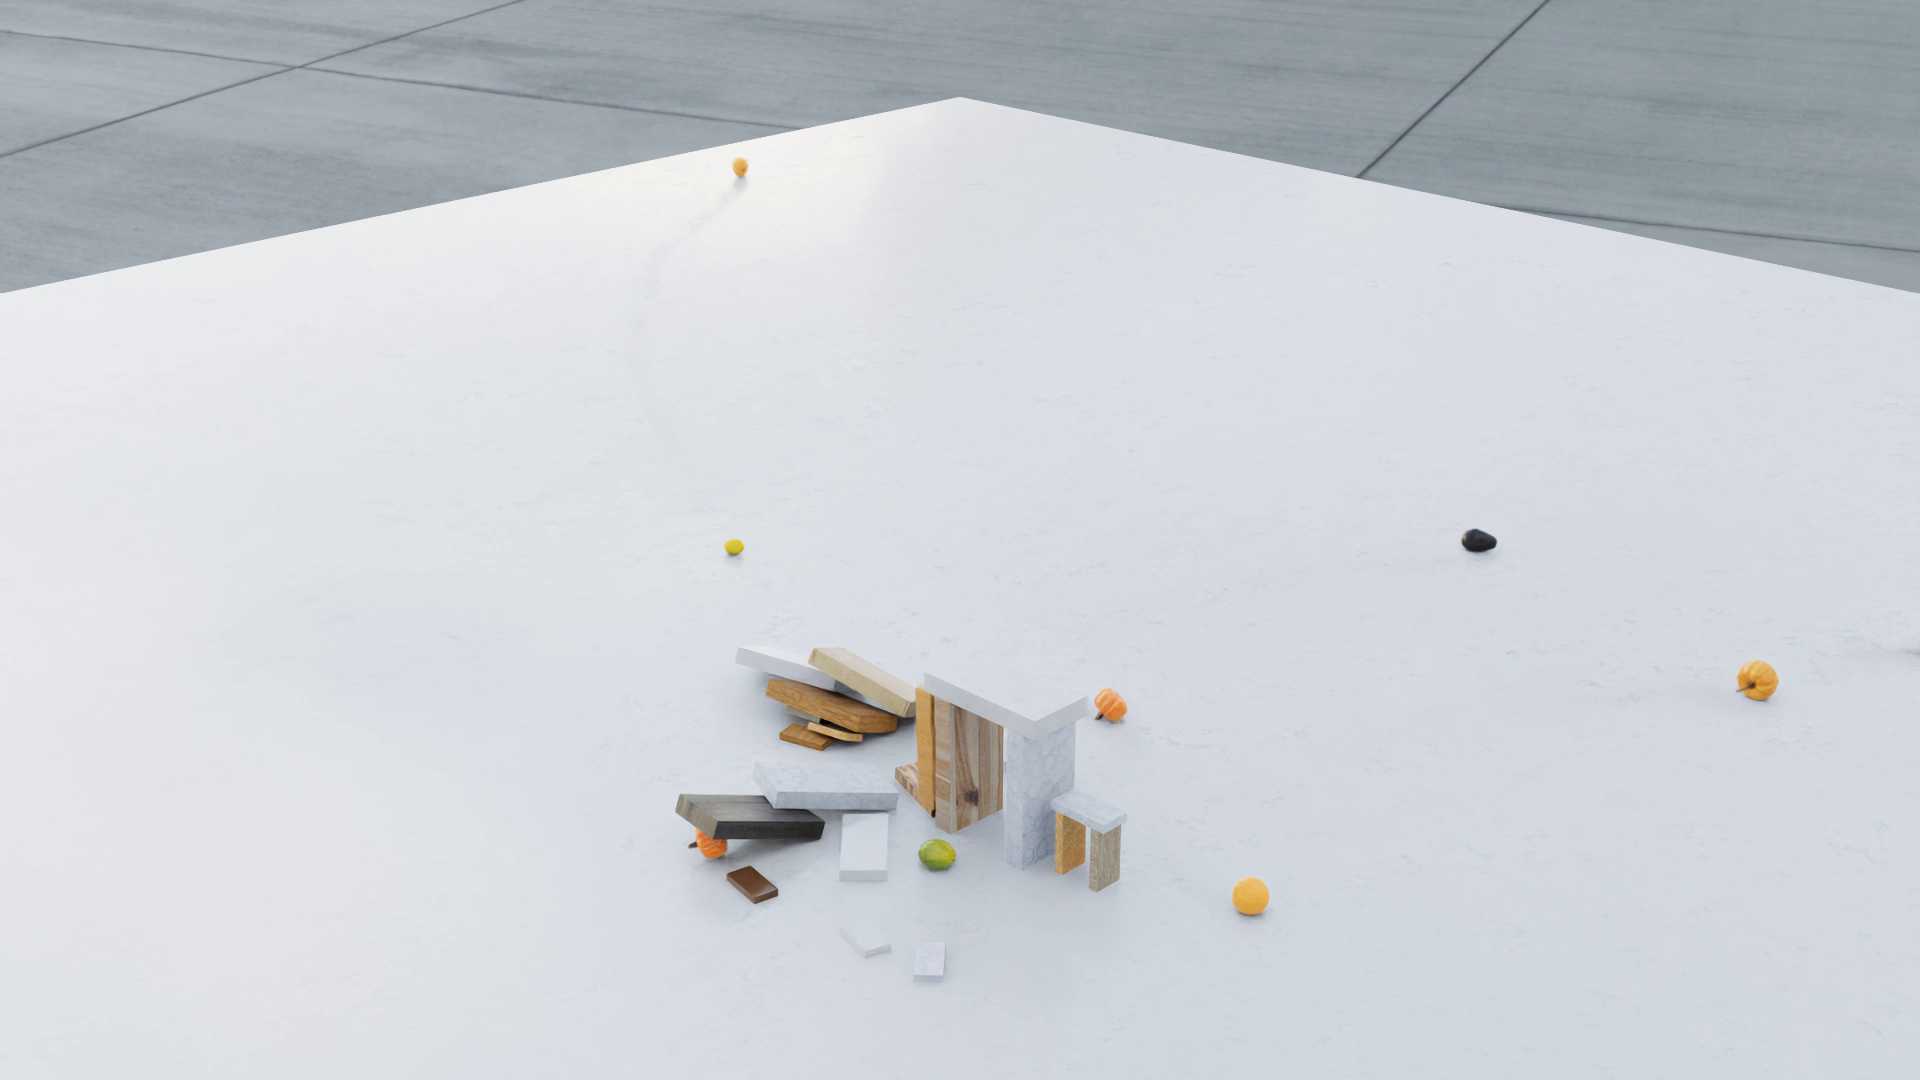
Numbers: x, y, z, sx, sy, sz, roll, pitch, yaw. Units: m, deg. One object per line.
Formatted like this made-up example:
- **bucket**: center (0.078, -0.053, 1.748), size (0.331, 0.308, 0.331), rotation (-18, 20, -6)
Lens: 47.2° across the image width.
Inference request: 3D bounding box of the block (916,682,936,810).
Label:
- **block**: center (-0.030, 0.396, 4.423), size (0.037, 0.264, 0.132), rotation (15, 27, 35)

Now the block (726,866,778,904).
- **block**: center (-0.396, 0.657, 4.193), size (0.053, 0.015, 0.105), rotation (-16, 27, -32)

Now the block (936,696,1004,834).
- **block**: center (0.019, 0.425, 4.382), size (0.148, 0.295, 0.042), rotation (-20, 30, -39)

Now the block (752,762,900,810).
- **block**: center (-0.272, 0.498, 4.458), size (0.267, 0.038, 0.134), rotation (4, 19, -28)

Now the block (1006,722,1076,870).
- **block**: center (0.157, 0.478, 4.256), size (0.042, 0.295, 0.148), rotation (21, 31, 41)

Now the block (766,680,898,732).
- **block**: center (-0.280, 0.362, 4.797), size (0.267, 0.038, 0.134), rotation (18, 6, 35)

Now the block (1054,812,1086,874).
- **block**: center (0.214, 0.573, 4.241), size (0.019, 0.133, 0.067), rotation (21, 31, 41)

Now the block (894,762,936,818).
- **block**: center (-0.055, 0.509, 4.527), size (0.090, 0.026, 0.181), rotation (-11, 25, -24)

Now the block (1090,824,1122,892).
- **block**: center (0.276, 0.597, 4.183), size (0.019, 0.133, 0.067), rotation (21, 31, 41)

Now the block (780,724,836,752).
- **block**: center (-0.329, 0.425, 4.740), size (0.109, 0.015, 0.054), rotation (12, 26, 27)

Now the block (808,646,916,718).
- **block**: center (-0.194, 0.311, 4.840), size (0.264, 0.037, 0.132), rotation (28, 10, 23)

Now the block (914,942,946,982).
- **block**: center (-0.054, 0.759, 3.954), size (0.053, 0.015, 0.105), rotation (1, 23, 2)

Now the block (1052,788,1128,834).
- **block**: center (0.245, 0.515, 4.182), size (0.133, 0.019, 0.067), rotation (21, 31, 41)

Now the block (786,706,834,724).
- **block**: center (-0.324, 0.382, 4.801), size (0.109, 0.015, 0.054), rotation (13, 3, 42)

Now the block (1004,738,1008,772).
- **block**: center (0.070, 0.460, 4.643), size (0.181, 0.026, 0.090), rotation (-11, 25, -25)

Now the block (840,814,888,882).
- **block**: center (-0.187, 0.602, 4.309), size (0.090, 0.026, 0.213), rotation (0, 23, -1)

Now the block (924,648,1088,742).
- **block**: center (0.087, 0.296, 4.253), size (0.295, 0.042, 0.148), rotation (21, 31, 40)

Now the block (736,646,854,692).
- **block**: center (-0.360, 0.290, 4.960), size (0.264, 0.037, 0.132), rotation (14, 4, 27)

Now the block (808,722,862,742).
- **block**: center (-0.268, 0.411, 4.725), size (0.109, 0.015, 0.054), rotation (13, 3, 36)

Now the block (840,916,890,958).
- **block**: center (-0.174, 0.727, 4.028), size (0.053, 0.015, 0.105), rotation (-12, 26, -27)

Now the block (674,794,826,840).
- **block**: center (-0.410, 0.543, 4.315), size (0.267, 0.038, 0.134), rotation (7, 13, -43)
